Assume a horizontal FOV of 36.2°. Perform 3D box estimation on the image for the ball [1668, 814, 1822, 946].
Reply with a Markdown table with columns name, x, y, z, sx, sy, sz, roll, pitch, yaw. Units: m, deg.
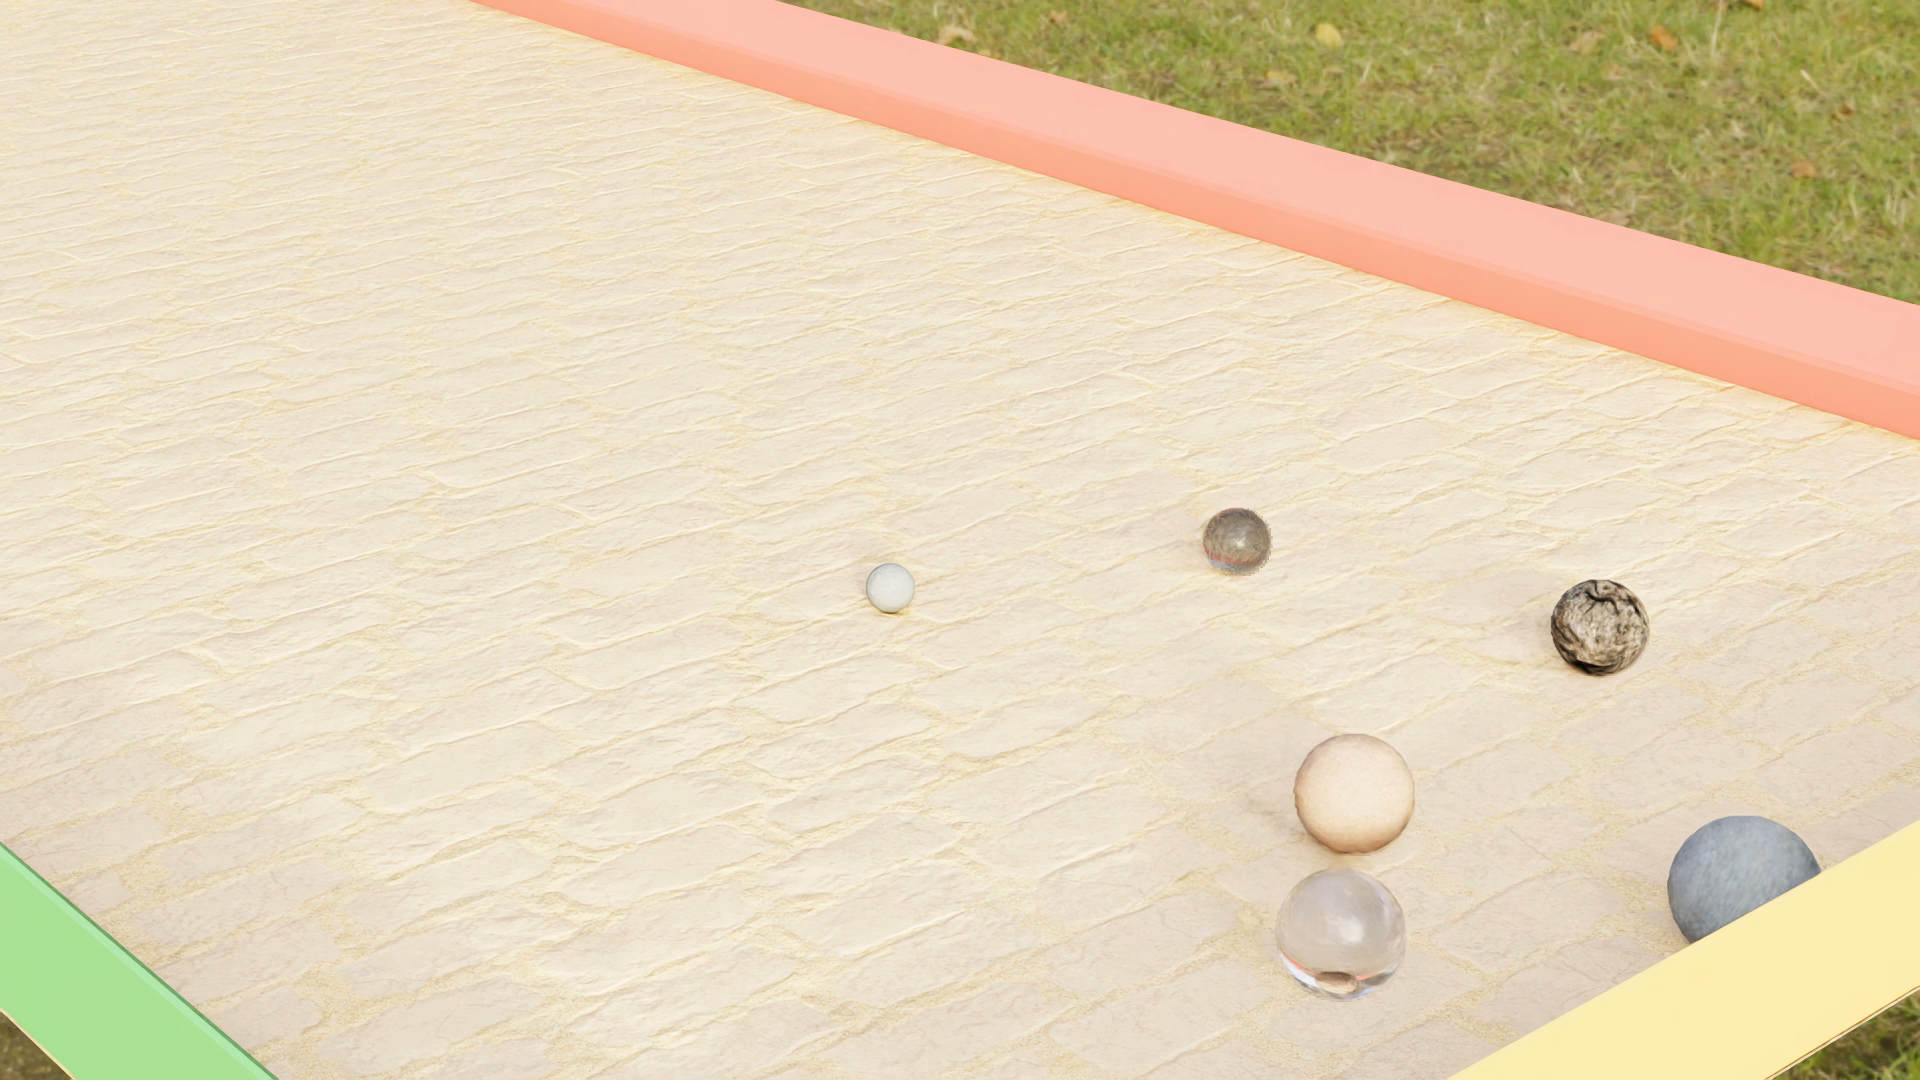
| name | x | y | z | sx | sy | sz | roll | pitch | yaw |
| --- | --- | --- | --- | --- | --- | --- | --- | --- | --- |
| ball | 0.495 | 0.221 | 1.854 | 0.096 | 0.096 | 0.096 | 0 | 23 | 0 |

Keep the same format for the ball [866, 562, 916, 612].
| name | x | y | z | sx | sy | sz | roll | pitch | yaw |
| --- | --- | --- | --- | --- | --- | --- | --- | --- | --- |
| ball | -0.056 | 0.038 | 2.366 | 0.040 | 0.040 | 0.040 | 0 | 23 | 0 |

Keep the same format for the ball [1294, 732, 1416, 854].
| name | x | y | z | sx | sy | sz | roll | pitch | yaw |
| --- | --- | --- | --- | --- | --- | --- | --- | --- | --- |
| ball | 0.267 | 0.172 | 1.991 | 0.082 | 0.082 | 0.082 | 0 | 23 | 0 |

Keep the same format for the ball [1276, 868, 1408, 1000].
| name | x | y | z | sx | sy | sz | roll | pitch | yaw |
| --- | --- | --- | --- | --- | --- | --- | --- | --- | --- |
| ball | 0.236 | 0.243 | 1.820 | 0.081 | 0.081 | 0.081 | 0 | 23 | 0 |

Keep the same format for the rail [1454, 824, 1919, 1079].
| name | x | y | z | sx | sy | sz | roll | pitch | yaw |
| --- | --- | --- | --- | --- | --- | --- | --- | --- | --- |
| rail | 0.561 | 0.222 | 1.811 | 1.778 | 0.124 | 0.045 | -18 | 29 | -37 |

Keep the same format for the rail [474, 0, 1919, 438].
| name | x | y | z | sx | sy | sz | roll | pitch | yaw |
| --- | --- | --- | --- | --- | --- | --- | --- | --- | --- |
| rail | 0.079 | -0.501 | 3.552 | 0.045 | 0.124 | 3.535 | -18 | 29 | -37 |

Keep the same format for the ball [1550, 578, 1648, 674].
| name | x | y | z | sx | sy | sz | roll | pitch | yaw |
| --- | --- | --- | --- | --- | --- | --- | --- | --- | --- |
| ball | 0.490 | 0.067 | 2.254 | 0.074 | 0.074 | 0.074 | 0 | 23 | 0 |

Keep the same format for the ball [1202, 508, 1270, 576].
| name | x | y | z | sx | sy | sz | roll | pitch | yaw |
| --- | --- | --- | --- | --- | --- | --- | --- | --- | --- |
| ball | 0.229 | 0.001 | 2.435 | 0.056 | 0.056 | 0.056 | 0 | 23 | 0 |

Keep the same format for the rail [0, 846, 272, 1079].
| name | x | y | z | sx | sy | sz | roll | pitch | yaw |
| --- | --- | --- | --- | --- | --- | --- | --- | --- | --- |
| rail | -1.232 | -0.068 | 2.509 | 0.045 | 0.124 | 3.535 | -18 | 29 | -37 |
